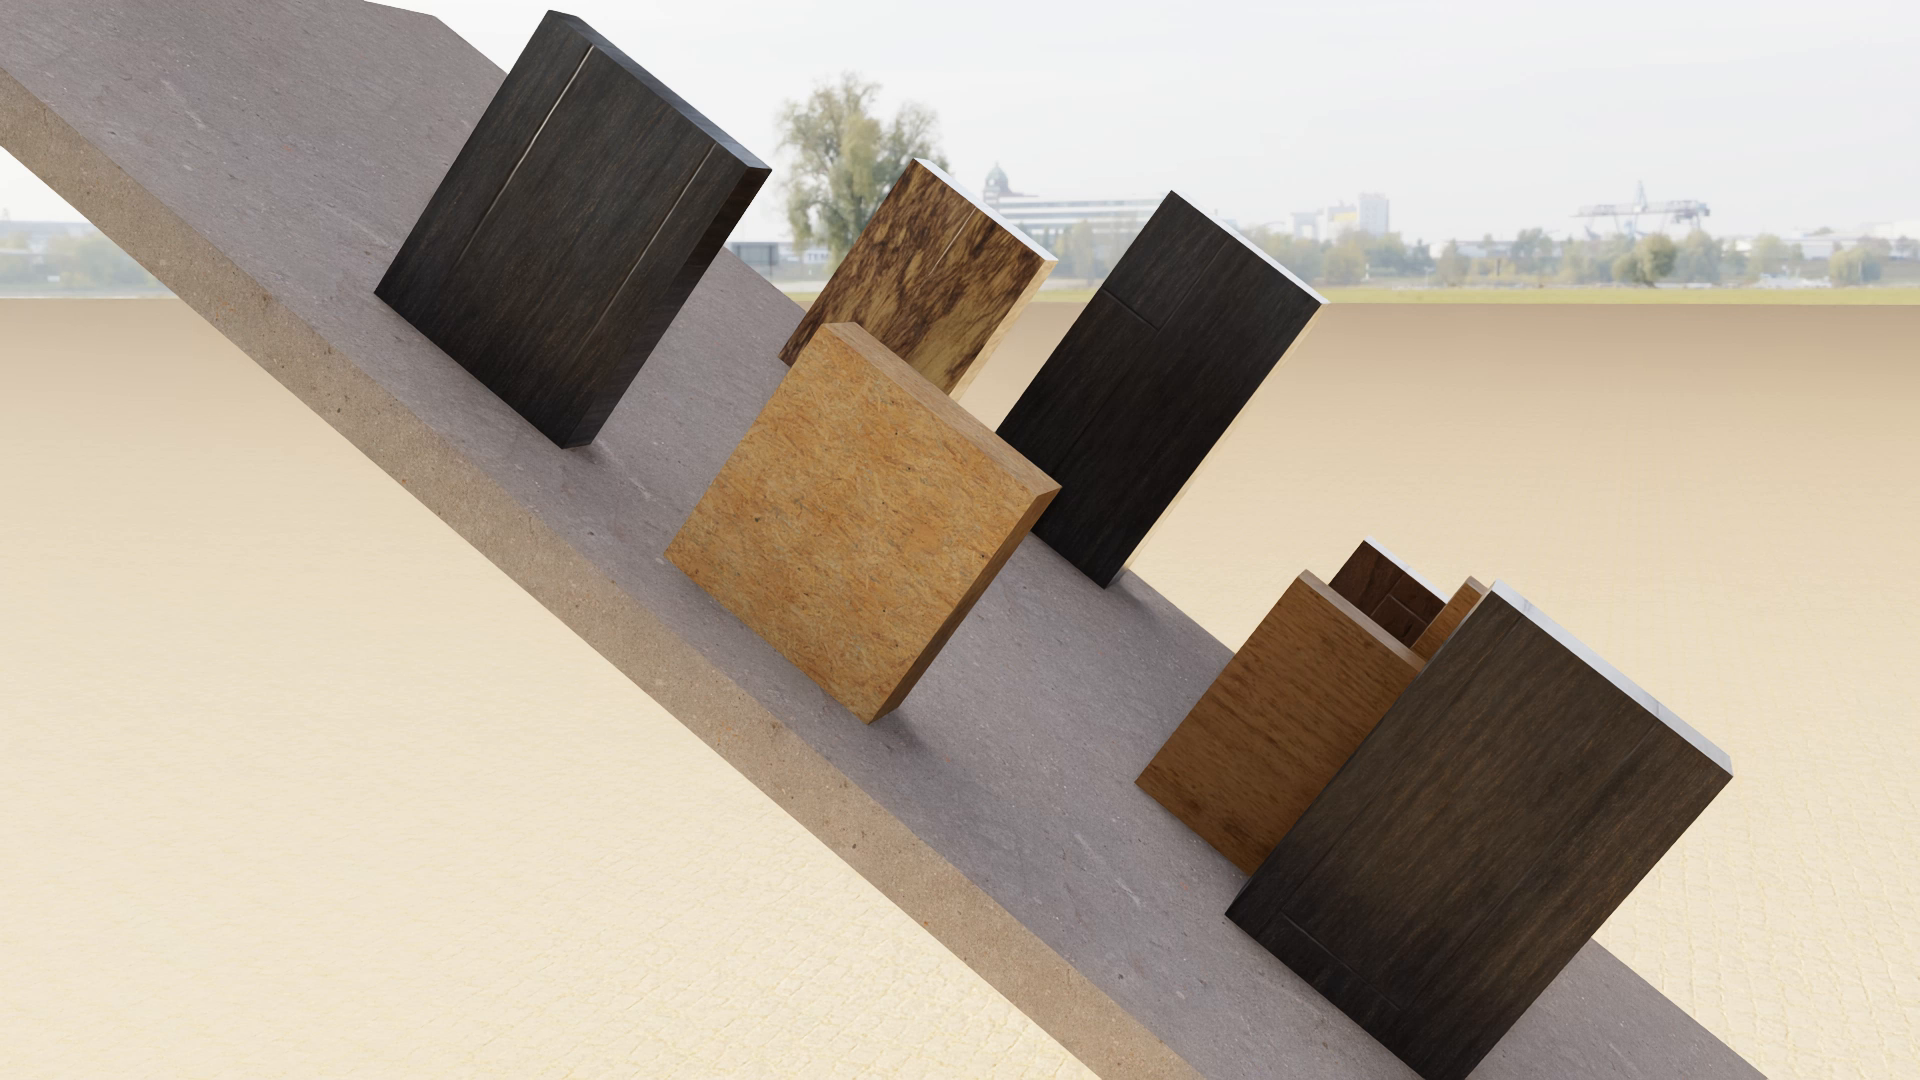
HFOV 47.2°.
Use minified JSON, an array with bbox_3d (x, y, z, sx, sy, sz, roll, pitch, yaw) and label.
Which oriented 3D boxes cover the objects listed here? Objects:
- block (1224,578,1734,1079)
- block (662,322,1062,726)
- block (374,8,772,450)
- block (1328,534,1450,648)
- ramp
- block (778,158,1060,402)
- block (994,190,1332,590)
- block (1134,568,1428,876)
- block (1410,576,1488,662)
[{"bbox_3d":[0.808,0.467,3.464,0.446,0.675,0.147,39,16,9],"label":"block"},{"bbox_3d":[-0.149,-0.028,3.313,0.409,0.437,0.144,39,16,9],"label":"block"},{"bbox_3d":[-0.613,-0.483,3.454,0.408,0.539,0.099,39,16,9],"label":"block"},{"bbox_3d":[0.816,0.315,4.285,0.433,0.479,0.084,39,16,9],"label":"block"},{"bbox_3d":[-0.059,0.121,4.067,4.000,0.100,2.000,39,16,9],"label":"ramp"},{"bbox_3d":[-0.090,-0.484,4.611,0.351,0.512,0.110,39,16,9],"label":"block"},{"bbox_3d":[0.393,-0.318,4.697,0.394,0.759,0.140,39,16,9],"label":"block"},{"bbox_3d":[0.580,0.341,3.746,0.348,0.460,0.105,39,16,9],"label":"block"},{"bbox_3d":[0.825,0.369,3.953,0.240,0.584,0.105,39,16,9],"label":"block"}]
